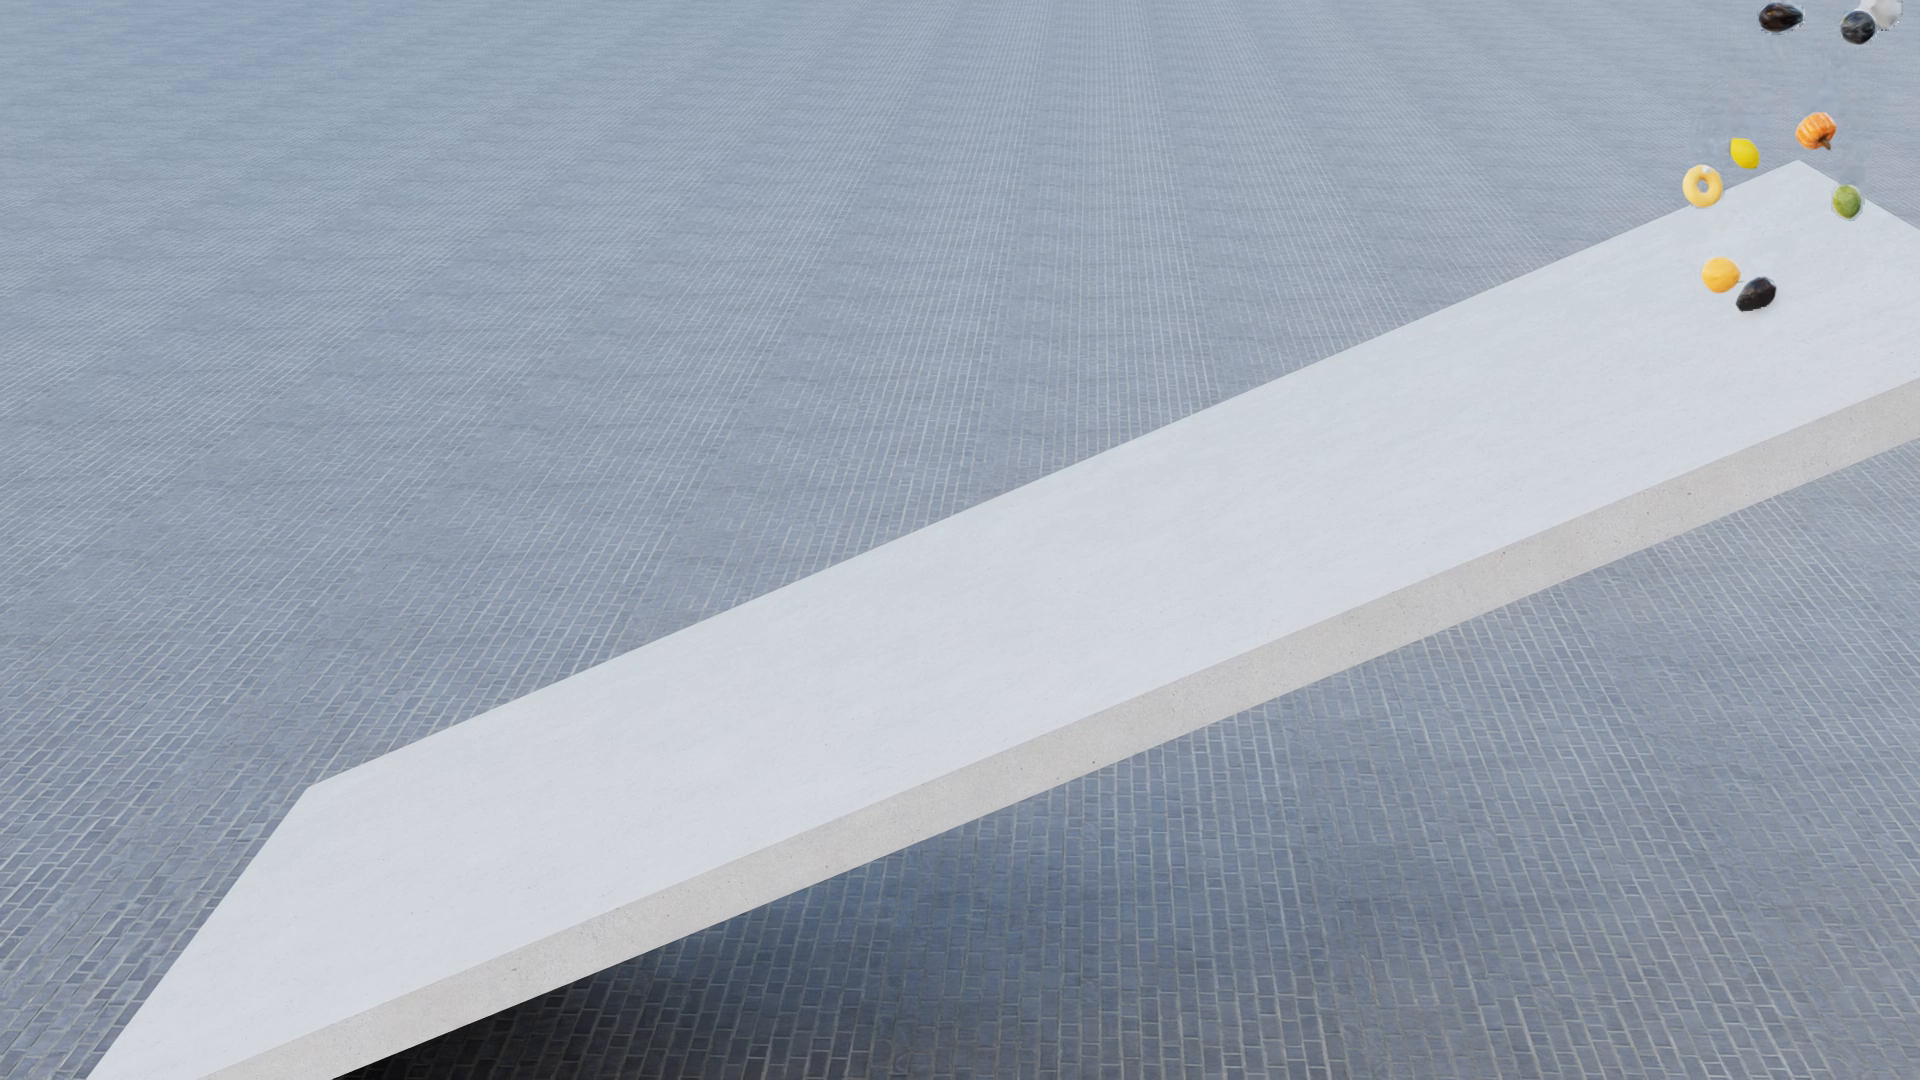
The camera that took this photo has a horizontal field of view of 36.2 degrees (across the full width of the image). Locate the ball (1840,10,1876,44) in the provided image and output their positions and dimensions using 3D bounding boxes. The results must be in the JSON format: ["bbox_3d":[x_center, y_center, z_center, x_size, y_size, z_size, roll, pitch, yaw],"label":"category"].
[{"bbox_3d":[1.715,-0.979,5.615,0.066,0.066,0.066,0,15,0],"label":"ball"}]

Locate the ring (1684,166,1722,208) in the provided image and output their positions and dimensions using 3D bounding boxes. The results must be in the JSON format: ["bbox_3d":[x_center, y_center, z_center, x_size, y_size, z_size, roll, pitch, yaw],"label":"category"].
[{"bbox_3d":[1.538,-0.732,6.090,0.088,0.088,0.029,-5,-3,-16],"label":"ring"}]

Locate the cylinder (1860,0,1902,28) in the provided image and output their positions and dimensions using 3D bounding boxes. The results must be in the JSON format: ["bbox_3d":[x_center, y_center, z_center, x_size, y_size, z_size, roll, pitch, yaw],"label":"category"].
[{"bbox_3d":[1.822,-1.053,5.824,0.057,0.057,0.057,29,8,-16],"label":"cylinder"}]

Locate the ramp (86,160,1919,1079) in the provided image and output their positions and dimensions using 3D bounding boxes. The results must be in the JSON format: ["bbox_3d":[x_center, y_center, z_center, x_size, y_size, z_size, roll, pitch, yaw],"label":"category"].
[{"bbox_3d":[0.132,0.170,6.284,4.000,0.100,2.000,-23,13,8],"label":"ramp"}]
